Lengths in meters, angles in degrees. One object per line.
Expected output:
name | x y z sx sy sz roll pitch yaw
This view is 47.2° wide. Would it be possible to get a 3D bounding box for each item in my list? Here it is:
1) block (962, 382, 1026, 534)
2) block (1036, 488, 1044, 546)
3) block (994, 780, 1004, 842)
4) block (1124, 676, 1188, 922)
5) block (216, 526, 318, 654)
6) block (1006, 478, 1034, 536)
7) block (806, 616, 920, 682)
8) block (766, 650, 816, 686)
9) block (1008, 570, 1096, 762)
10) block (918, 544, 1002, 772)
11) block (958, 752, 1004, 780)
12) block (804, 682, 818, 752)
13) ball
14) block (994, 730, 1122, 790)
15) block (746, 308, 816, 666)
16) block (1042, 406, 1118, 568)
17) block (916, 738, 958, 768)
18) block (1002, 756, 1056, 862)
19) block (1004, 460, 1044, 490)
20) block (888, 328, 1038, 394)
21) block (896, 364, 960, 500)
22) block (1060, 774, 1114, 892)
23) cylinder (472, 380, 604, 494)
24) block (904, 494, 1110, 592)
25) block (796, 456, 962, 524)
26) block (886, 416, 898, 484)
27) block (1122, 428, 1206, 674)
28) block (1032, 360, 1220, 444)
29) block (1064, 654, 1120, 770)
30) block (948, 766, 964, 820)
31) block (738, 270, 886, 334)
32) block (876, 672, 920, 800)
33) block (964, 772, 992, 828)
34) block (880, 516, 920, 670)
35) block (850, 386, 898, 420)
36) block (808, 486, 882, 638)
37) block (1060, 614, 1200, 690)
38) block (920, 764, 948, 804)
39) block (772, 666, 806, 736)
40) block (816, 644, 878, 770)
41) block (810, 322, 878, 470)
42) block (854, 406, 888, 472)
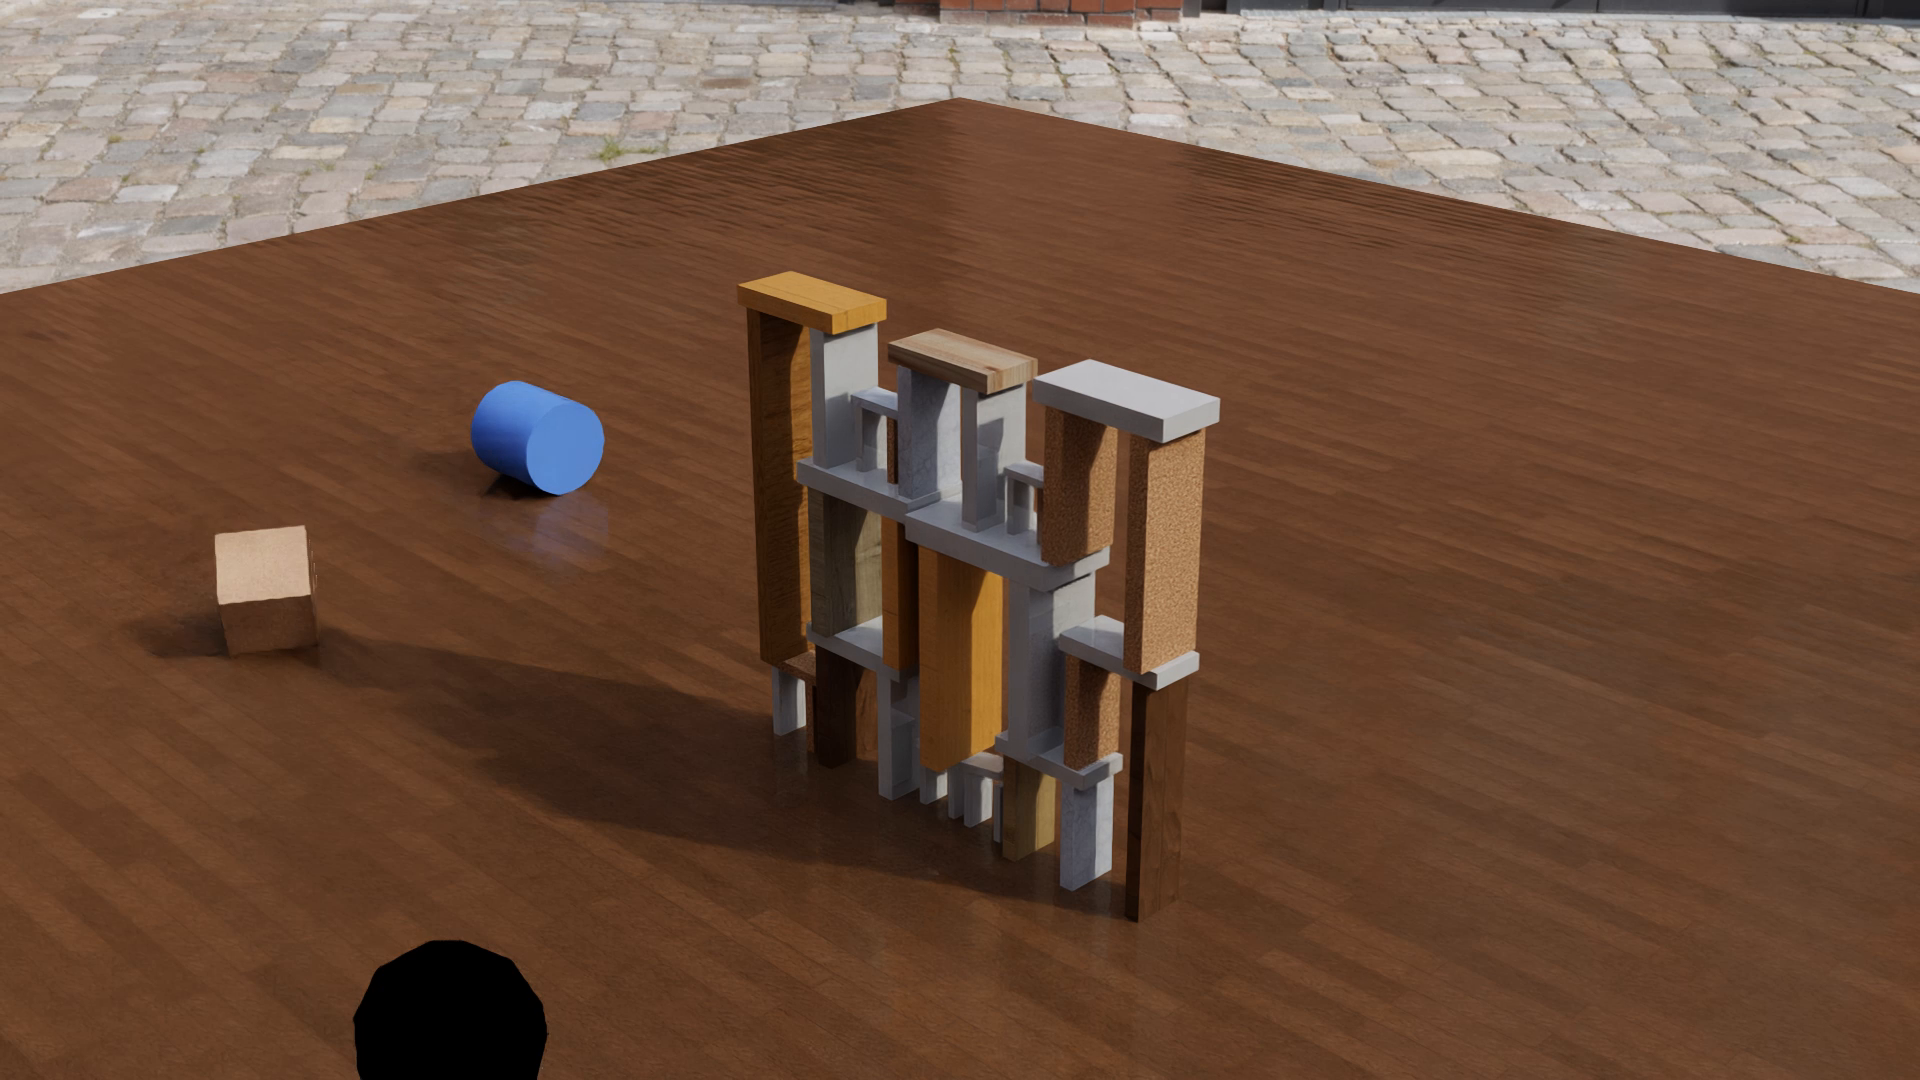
block | 0.063 -0.164 4.084 0.037 0.278 0.131 21 31 40
block | 0.166 -0.050 4.028 0.016 0.112 0.056 20 30 40
block | 0.094 0.531 4.350 0.018 0.124 0.062 21 31 41
block | 0.360 0.465 4.037 0.033 0.491 0.117 21 31 41
block | -1.616 0.117 5.132 0.202 0.202 0.202 -6 54 -14
block | 0.112 -0.070 4.075 0.016 0.112 0.056 20 30 40
block | -0.170 0.209 4.504 0.279 0.040 0.140 21 31 41
block | -0.329 0.265 4.691 0.163 0.023 0.081 21 31 41
block | 0.172 0.218 4.127 0.179 0.358 0.051 -21 31 -40
block | 0.002 0.207 4.305 0.051 0.474 0.179 21 31 40
block | 0.059 0.446 4.343 0.062 0.018 0.124 -20 18 -37
block | -0.290 0.365 4.692 0.023 0.163 0.081 21 31 41
ball | -0.232 0.226 0.883 0.251 0.251 0.251 0 23 0
block | 0.187 0.405 4.187 0.226 0.032 0.113 21 31 40
block | -0.361 -0.118 4.564 0.142 0.781 0.040 -21 31 -41
block | 0.215 -0.115 3.940 0.042 0.299 0.149 22 31 39
block | -0.026 0.420 4.434 0.123 0.017 0.062 21 31 40
block | 0.135 0.503 4.285 0.113 0.226 0.032 -21 31 -40
block | 0.139 -0.119 4.027 0.056 0.016 0.112 -20 30 -39
block | 0.003 -0.333 4.080 0.131 0.037 0.262 -21 31 -40
block | -0.059 -0.220 4.195 0.037 0.262 0.131 21 31 41
block | 0.241 0.545 4.187 0.032 0.226 0.113 21 31 41
cylinder | -1.172 -0.286 6.102 0.260 0.260 0.260 21 31 40
block | 0.086 -0.002 4.124 0.358 0.051 0.179 21 30 40
block | -0.156 -0.114 4.339 0.320 0.045 0.160 21 31 41
block | -0.110 -0.182 4.265 0.068 0.136 0.019 -21 31 -40
block | 0.356 0.007 3.836 0.149 0.442 0.042 -21 31 -41
block | 0.285 -0.243 3.806 0.299 0.042 0.149 21 31 40
block | 0.247 0.302 4.091 0.117 0.233 0.033 -21 31 -41
block | 0.004 0.496 4.435 0.017 0.123 0.062 21 31 41
block | -0.294 -0.470 4.342 0.142 0.040 0.283 -21 31 -41
block | -0.104 0.381 4.506 0.040 0.279 0.139 21 31 41
block | 0.036 0.508 4.403 0.018 0.124 0.062 22 31 40
block | -0.080 0.083 4.341 0.045 0.319 0.160 21 31 40
block | -0.142 -0.265 4.264 0.068 0.019 0.136 -21 31 -40
block | -0.231 0.024 4.480 0.045 0.319 0.160 21 31 41
block | 0.305 0.202 3.985 0.117 0.033 0.233 -21 31 -41
block | -0.054 0.473 4.488 0.017 0.123 0.062 21 31 41
block | -0.367 0.335 4.762 0.023 0.163 0.081 21 31 41
block | -0.236 0.330 4.627 0.040 0.279 0.139 21 31 41
block | -0.227 -0.295 4.344 0.040 0.283 0.142 21 31 41
block | -0.174 -0.207 4.325 0.068 0.136 0.019 -21 31 -40
